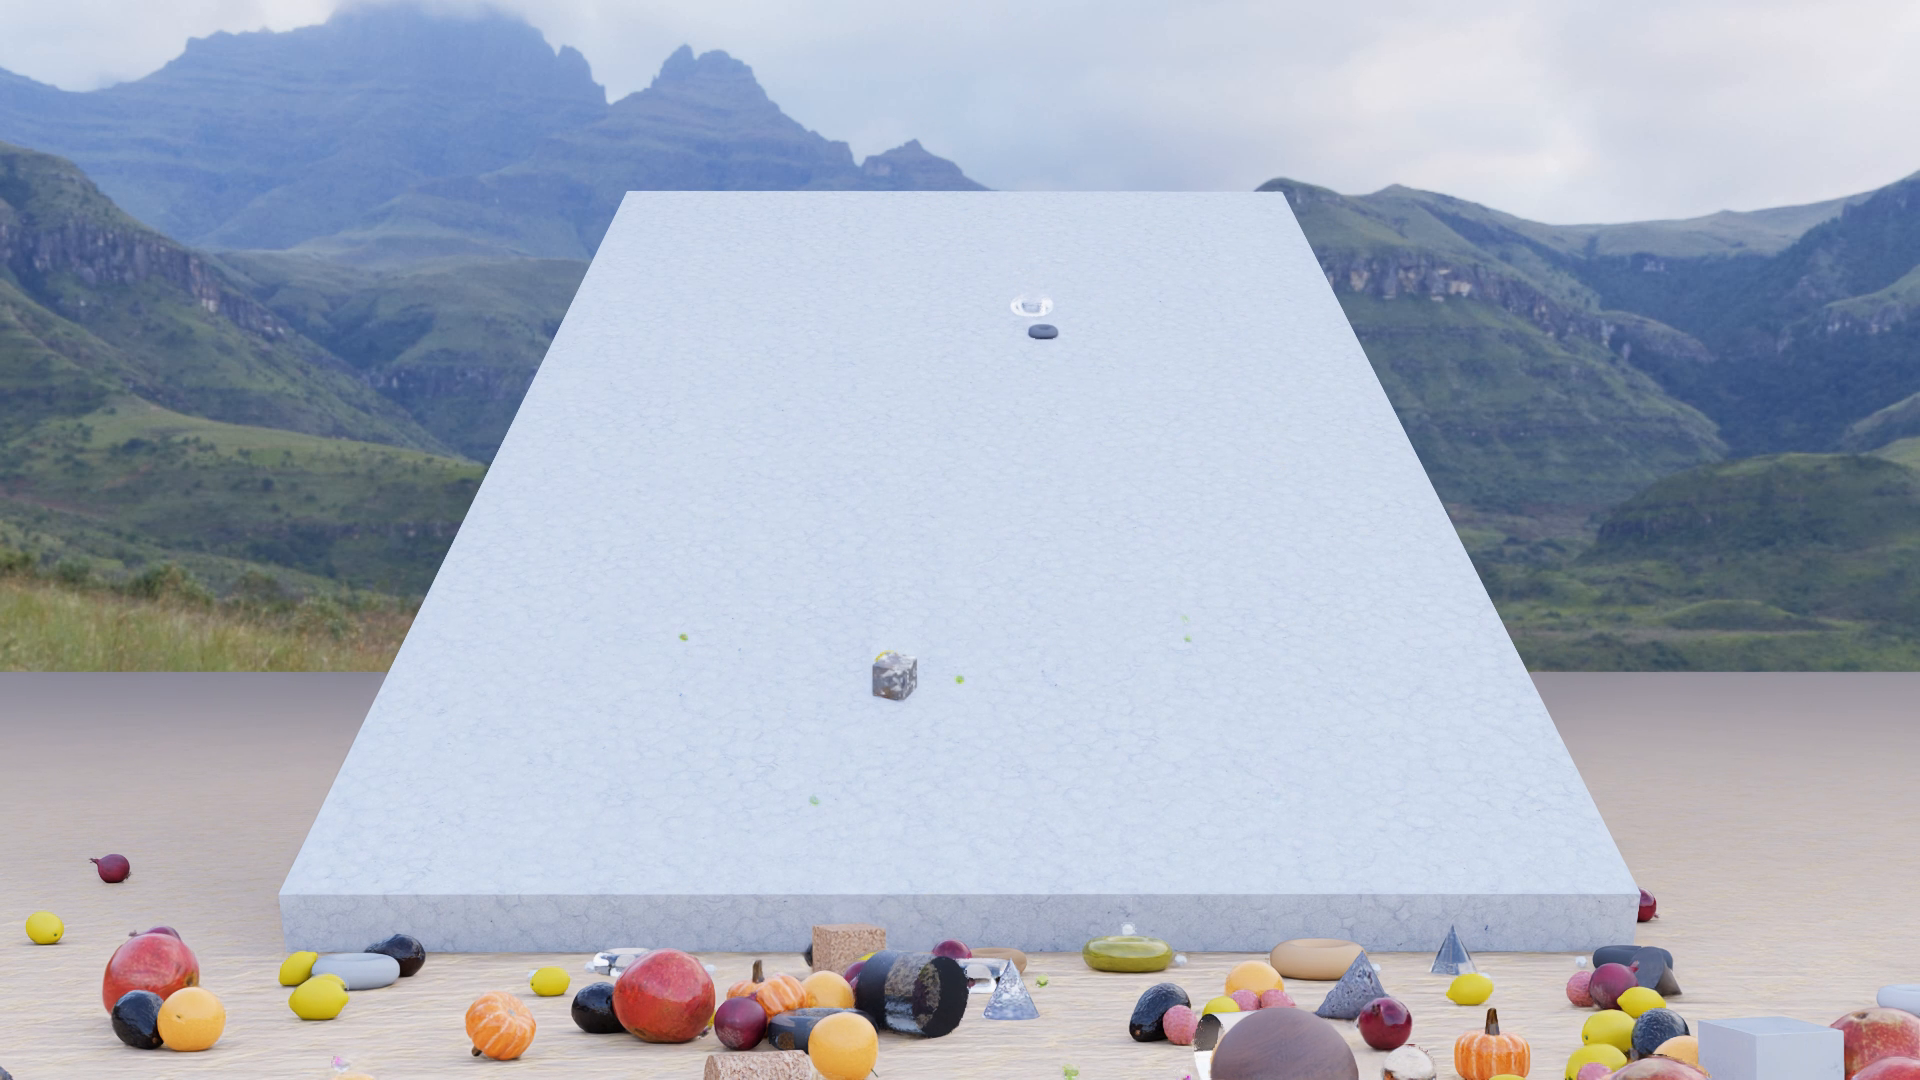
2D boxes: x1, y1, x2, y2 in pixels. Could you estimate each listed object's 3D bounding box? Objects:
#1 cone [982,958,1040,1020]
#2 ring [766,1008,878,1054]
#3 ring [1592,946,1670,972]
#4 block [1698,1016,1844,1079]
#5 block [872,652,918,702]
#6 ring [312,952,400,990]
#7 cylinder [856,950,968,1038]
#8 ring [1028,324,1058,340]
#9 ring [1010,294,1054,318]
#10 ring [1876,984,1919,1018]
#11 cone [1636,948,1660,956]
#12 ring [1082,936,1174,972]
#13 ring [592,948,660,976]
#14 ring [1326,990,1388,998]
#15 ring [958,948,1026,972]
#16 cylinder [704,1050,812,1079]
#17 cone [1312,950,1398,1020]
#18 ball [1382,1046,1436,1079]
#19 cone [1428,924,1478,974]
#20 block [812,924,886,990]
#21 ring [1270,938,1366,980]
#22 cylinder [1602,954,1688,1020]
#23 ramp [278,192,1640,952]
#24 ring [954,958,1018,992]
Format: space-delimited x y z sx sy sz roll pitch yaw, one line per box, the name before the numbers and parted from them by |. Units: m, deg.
cone | 0.062 0.542 2.813 0.071 0.071 0.071 0 -3 0
ring | -0.153 0.545 2.571 0.123 0.041 0.123 0 -4 0
ring | 0.928 0.581 3.196 0.108 0.036 0.108 0 -4 0
block | 0.750 0.496 2.145 0.092 0.092 0.092 1 -3 -15
block | -0.112 0.235 3.987 0.058 0.058 0.058 10 25 22
ring | -0.803 0.574 3.080 0.115 0.038 0.115 1 -2 0
cylinder | -0.055 0.525 2.685 0.091 0.091 0.091 -3 -4 44
ring | 0.207 -0.519 5.779 0.077 0.026 0.077 1 22 0
ring | 0.186 -0.603 5.957 0.111 0.037 0.111 -1 25 0
ring | 1.170 0.563 2.830 0.094 0.031 0.094 1 -2 0
cone | 0.907 0.572 2.987 0.069 0.069 0.069 29 -13 -18
ring | 0.235 0.581 3.248 0.128 0.043 0.128 1 -4 0
ring | -0.461 0.584 3.202 0.093 0.031 0.093 0 -2 0
ring | 0.490 0.567 2.852 0.078 0.026 0.078 1 -4 0
ring | 0.043 0.582 3.191 0.098 0.033 0.098 -1 -3 0
cylinder | -0.179 0.496 2.052 0.082 0.082 0.082 1 -3 -18
cone | 0.465 0.556 2.790 0.092 0.092 0.092 -27 -6 6
ball | 0.438 0.522 2.262 0.053 0.053 0.053 0 -3 0
cone | 0.685 0.566 3.219 0.067 0.067 0.067 0 -3 0
block | -0.148 0.555 3.089 0.076 0.076 0.076 1 -3 -23
ring | 0.493 0.576 3.181 0.134 0.045 0.134 -1 -2 0
cylinder | 0.826 0.540 2.794 0.076 0.076 0.076 -14 -11 35
ramp | -0.008 -0.226 5.257 2.000 0.100 4.000 0 23 0
ring | 0.023 0.572 3.045 0.112 0.037 0.112 -1 -4 0
